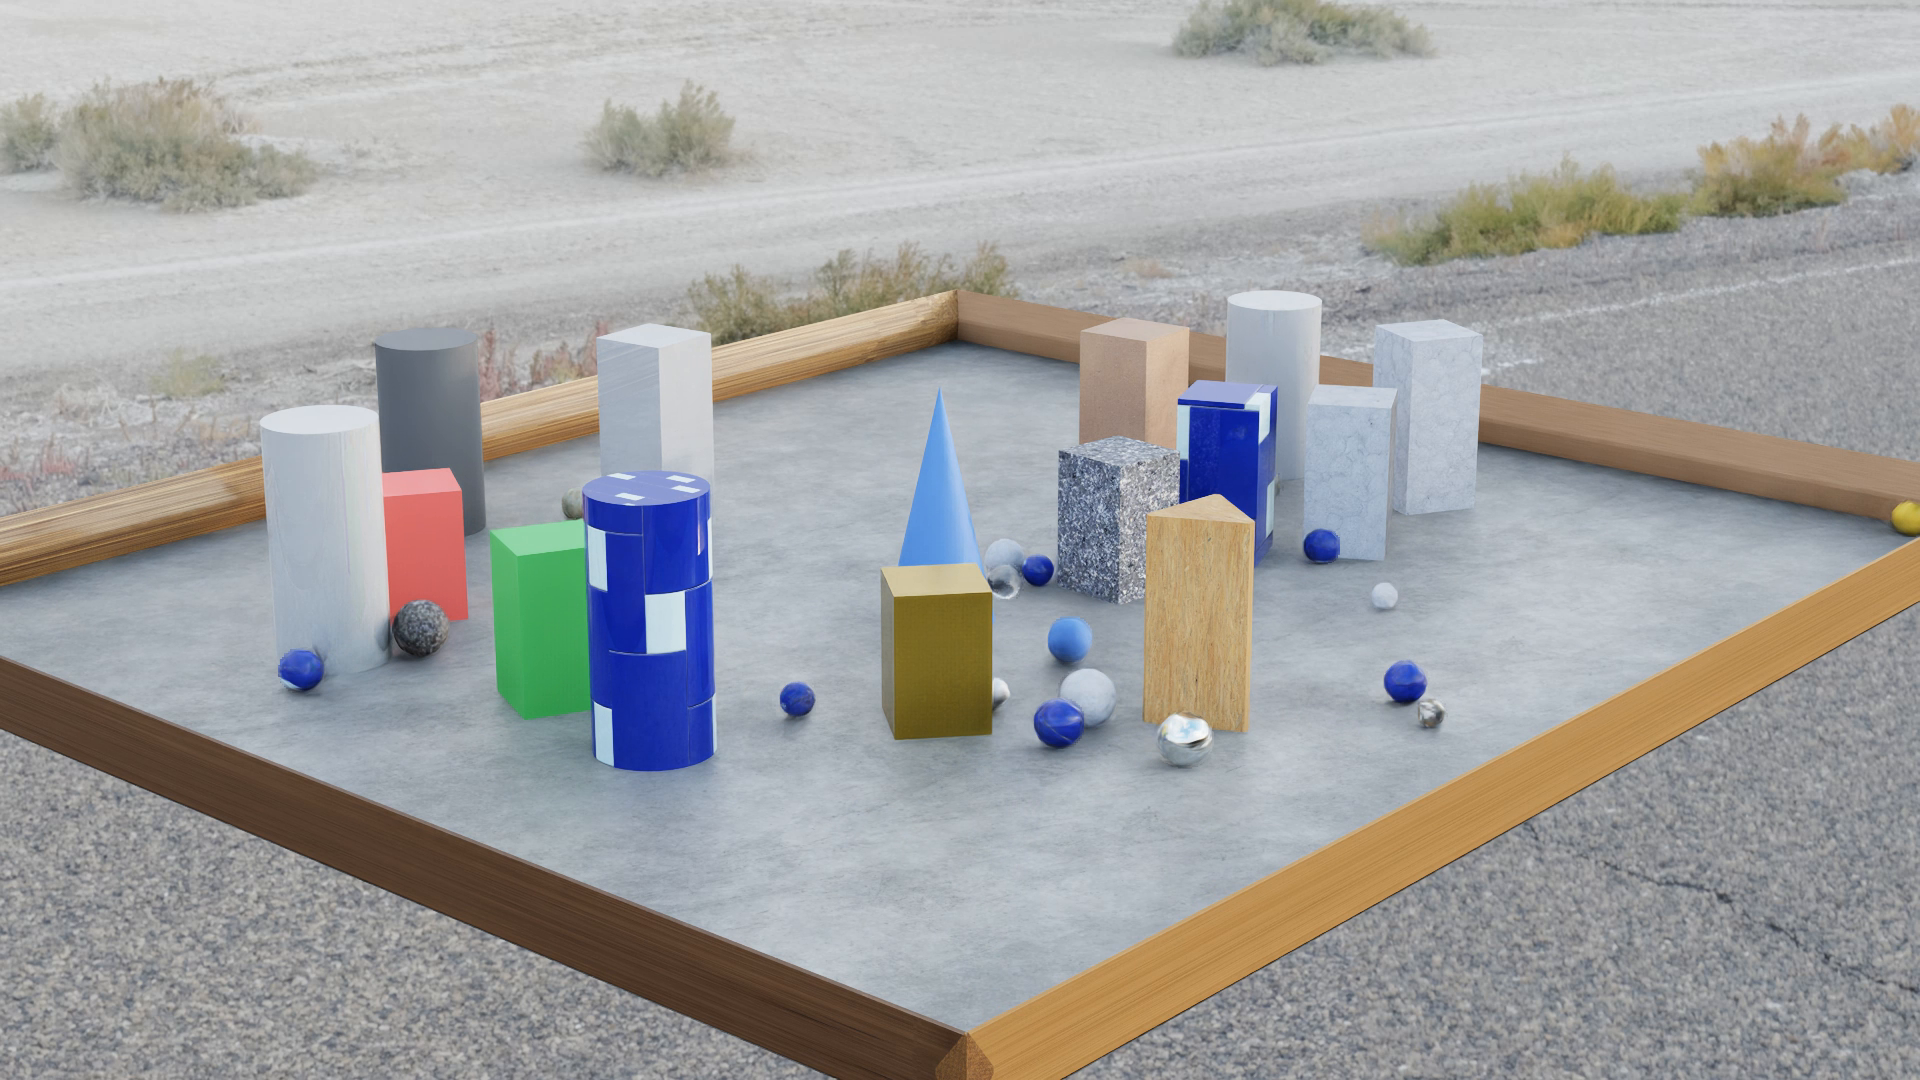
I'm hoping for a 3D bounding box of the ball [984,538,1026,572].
[{"bbox_3d":[0.080,0.034,5.197,0.072,0.072,0.072,0,17,0],"label":"ball"}]

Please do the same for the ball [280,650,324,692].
[{"bbox_3d":[-1.041,0.206,4.638,0.067,0.067,0.067,0,17,0],"label":"ball"}]

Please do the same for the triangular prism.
[{"bbox_3d":[0.378,0.107,4.507,0.162,0.332,0.140,5,17,15],"label":"triangular prism"}]

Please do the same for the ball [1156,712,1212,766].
[{"bbox_3d":[0.331,0.293,4.324,0.081,0.081,0.081,0,17,0],"label":"ball"}]

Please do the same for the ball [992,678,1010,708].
[{"bbox_3d":[0.053,0.239,4.565,0.046,0.046,0.046,0,17,0],"label":"ball"}]

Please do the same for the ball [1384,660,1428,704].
[{"bbox_3d":[0.697,0.222,4.584,0.067,0.067,0.067,0,17,0],"label":"ball"}]

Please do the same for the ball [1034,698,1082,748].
[{"bbox_3d":[0.147,0.274,4.399,0.074,0.074,0.074,0,17,0],"label":"ball"}]

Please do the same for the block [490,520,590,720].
[{"bbox_3d":[-0.634,0.122,4.574,0.149,0.264,0.149,-8,18,-24],"label":"block"}]

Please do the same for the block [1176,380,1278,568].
[{"bbox_3d":[0.482,-0.121,5.313,0.149,0.302,0.149,5,18,17],"label":"block"}]

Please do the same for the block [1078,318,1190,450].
[{"bbox_3d":[0.332,-0.235,5.614,0.149,0.346,0.149,12,21,35],"label":"block"}]

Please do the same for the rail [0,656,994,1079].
[{"bbox_3d":[-0.956,0.349,4.067,2.594,0.121,0.045,14,22,39],"label":"rail"}]

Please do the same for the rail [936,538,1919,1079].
[{"bbox_3d":[0.961,0.272,4.322,0.045,0.121,2.965,14,22,39],"label":"rail"}]

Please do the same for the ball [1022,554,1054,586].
[{"bbox_3d":[0.137,0.052,5.163,0.057,0.057,0.057,0,17,0],"label":"ball"}]

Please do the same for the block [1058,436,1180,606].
[{"bbox_3d":[0.277,-0.037,5.127,0.149,0.248,0.149,-15,23,-41],"label":"block"}]

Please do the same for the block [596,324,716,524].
[{"bbox_3d":[-0.565,-0.201,5.464,0.149,0.368,0.149,11,20,33],"label":"block"}]

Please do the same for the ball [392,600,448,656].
[{"bbox_3d":[-0.883,0.144,4.800,0.091,0.091,0.091,0,17,0],"label":"ball"}]

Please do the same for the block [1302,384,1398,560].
[{"bbox_3d":[0.712,-0.125,5.354,0.149,0.285,0.149,4,17,12],"label":"block"}]

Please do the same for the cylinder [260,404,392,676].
[{"bbox_3d":[-1.024,-0.001,4.744,0.187,0.401,0.187,0,17,0],"label":"cylinder"}]

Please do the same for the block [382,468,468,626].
[{"bbox_3d":[-0.930,0.012,5.003,0.149,0.227,0.149,-5,18,-17],"label":"block"}]

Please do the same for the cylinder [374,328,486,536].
[{"bbox_3d":[-0.986,-0.198,5.466,0.187,0.361,0.187,0,17,0],"label":"cylinder"}]

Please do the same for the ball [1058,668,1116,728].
[{"bbox_3d":[0.195,0.241,4.481,0.090,0.090,0.090,0,17,0],"label":"ball"}]

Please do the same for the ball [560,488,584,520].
[{"bbox_3d":[-0.725,-0.068,5.553,0.062,0.062,0.062,0,17,0],"label":"ball"}]

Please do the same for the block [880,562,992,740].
[{"bbox_3d":[-0.037,0.169,4.483,0.149,0.228,0.149,-3,17,-9],"label":"block"}]

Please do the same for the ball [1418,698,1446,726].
[{"bbox_3d":[0.721,0.264,4.487,0.043,0.043,0.043,0,17,0],"label":"ball"}]

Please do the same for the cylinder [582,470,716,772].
[{"bbox_3d":[-0.458,0.118,4.340,0.187,0.407,0.187,0,17,0],"label":"cylinder"}]

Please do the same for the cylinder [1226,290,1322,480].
[{"bbox_3d":[0.624,-0.310,5.861,0.187,0.346,0.187,0,17,0],"label":"cylinder"}]

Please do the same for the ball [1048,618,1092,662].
[{"bbox_3d":[0.179,0.163,4.769,0.073,0.073,0.073,0,17,0],"label":"ball"}]

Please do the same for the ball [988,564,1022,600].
[{"bbox_3d":[0.078,0.073,5.089,0.061,0.061,0.061,0,17,0],"label":"ball"}]

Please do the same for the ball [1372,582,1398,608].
[{"bbox_3d":[0.729,0.096,5.039,0.045,0.045,0.045,0,17,0],"label":"ball"}]

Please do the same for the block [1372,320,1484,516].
[{"bbox_3d":[0.893,-0.237,5.633,0.149,0.339,0.149,-6,18,-20],"label":"block"}]

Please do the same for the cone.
[{"bbox_3d":[-0.033,-0.062,4.934,0.187,0.407,0.187,0,17,0],"label":"cone"}]

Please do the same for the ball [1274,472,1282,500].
[{"bbox_3d":[0.583,-0.103,5.650,0.072,0.072,0.072,0,17,0],"label":"ball"}]

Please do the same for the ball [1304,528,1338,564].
[{"bbox_3d":[0.651,0.010,5.292,0.063,0.063,0.063,0,17,0],"label":"ball"}]

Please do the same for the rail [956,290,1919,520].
[{"bbox_3d":[0.956,-0.288,6.175,2.594,0.121,0.045,14,22,39],"label":"rail"}]

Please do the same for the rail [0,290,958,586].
[{"bbox_3d":[-0.961,-0.211,5.920,0.045,0.121,2.965,14,22,39],"label":"rail"}]

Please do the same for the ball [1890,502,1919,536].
[{"bbox_3d":[1.766,-0.040,5.457,0.064,0.064,0.064,0,17,0],"label":"ball"}]

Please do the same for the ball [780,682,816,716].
[{"bbox_3d":[-0.251,0.245,4.527,0.055,0.055,0.055,0,17,0],"label":"ball"}]
